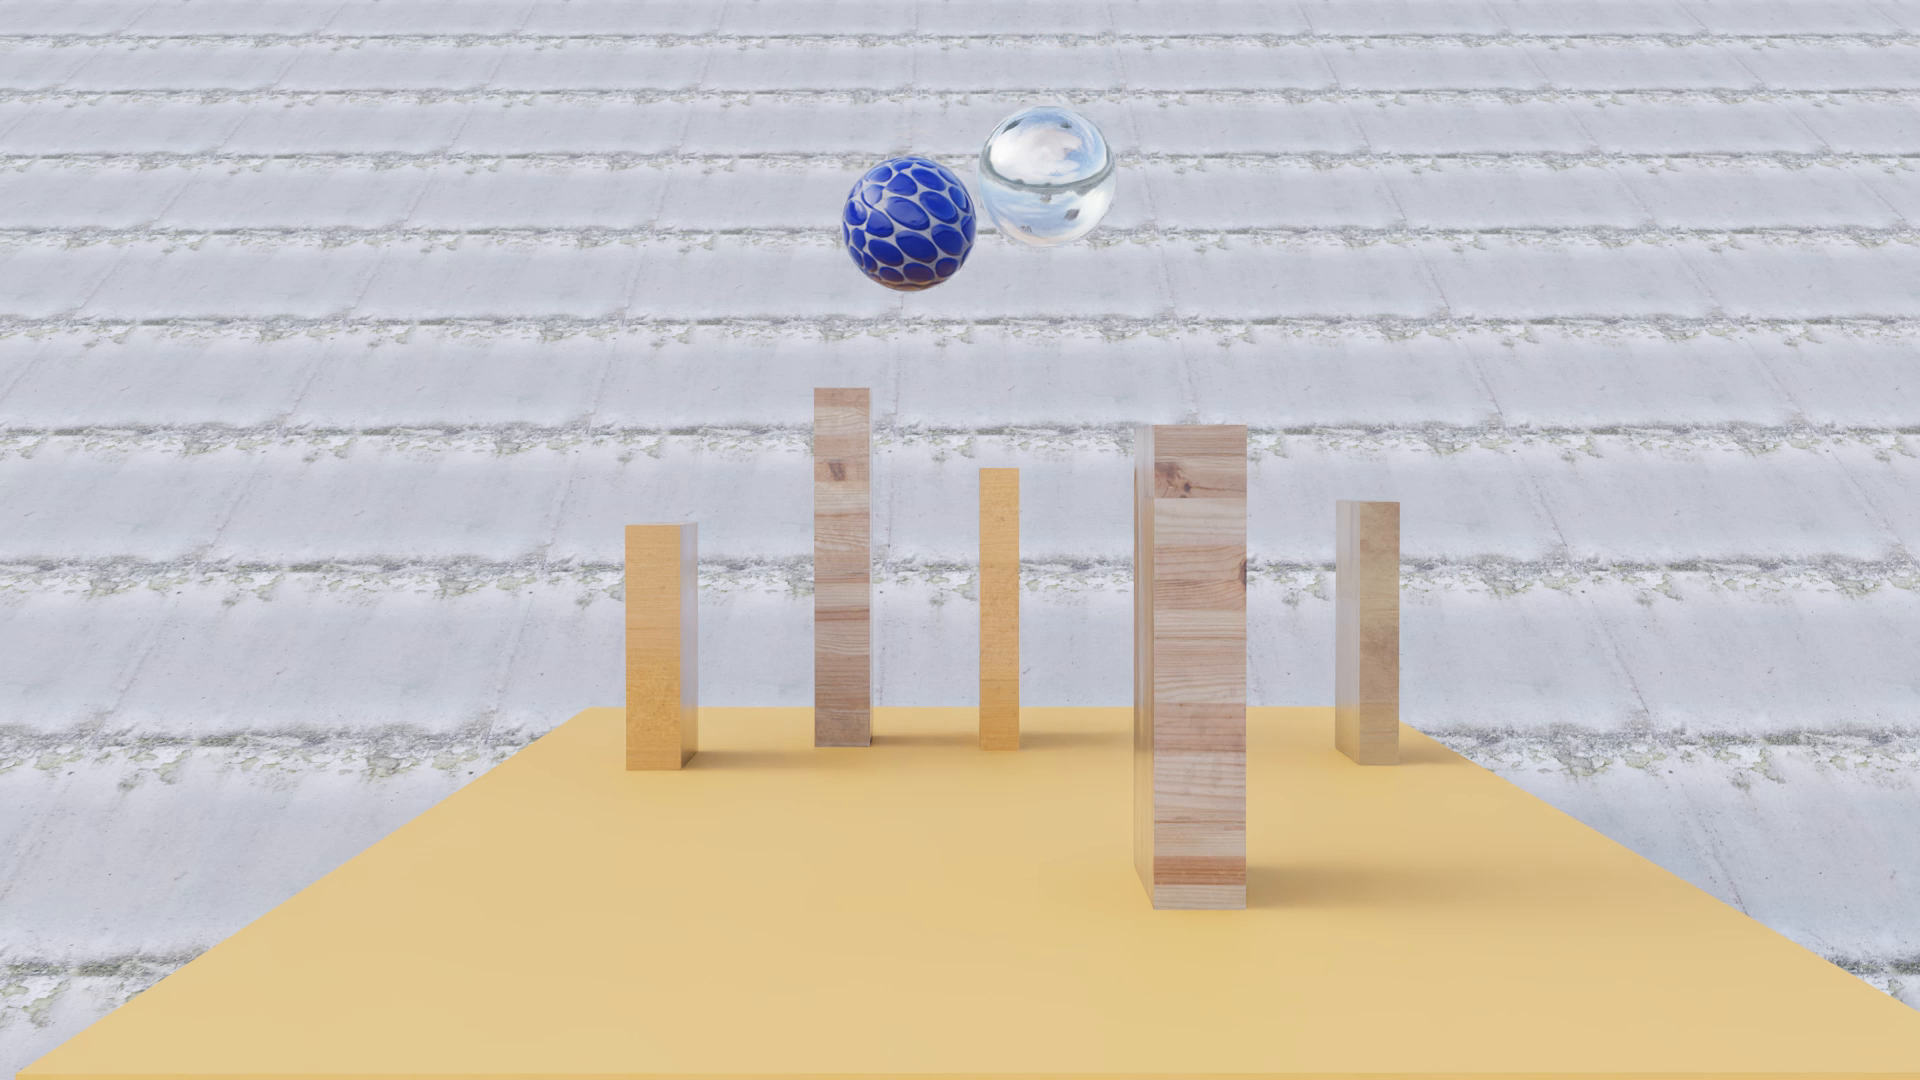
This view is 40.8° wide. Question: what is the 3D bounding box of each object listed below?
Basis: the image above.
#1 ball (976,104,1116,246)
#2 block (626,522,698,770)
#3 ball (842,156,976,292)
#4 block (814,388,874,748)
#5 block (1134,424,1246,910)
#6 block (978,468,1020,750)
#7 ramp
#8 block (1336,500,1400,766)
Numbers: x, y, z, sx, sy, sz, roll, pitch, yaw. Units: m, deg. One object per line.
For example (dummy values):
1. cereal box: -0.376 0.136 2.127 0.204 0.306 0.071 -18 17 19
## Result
1. ball: 0.067 -0.283 2.006 0.109 0.109 0.109 0 26 0
2. block: -0.614 0.212 5.333 0.110 0.491 0.351 0 2 0
3. ball: -0.055 -0.342 2.795 0.146 0.146 0.146 0 26 0
4. block: -0.256 0.057 5.710 0.120 0.780 0.240 0 2 0
5. block: 0.327 0.169 3.712 0.125 0.662 0.407 0 2 0
6. block: 0.085 0.144 5.722 0.083 0.605 0.409 0 2 0
7. ramp: 0.058 0.527 4.564 2.000 0.100 4.000 0 2 0
8. block: 0.851 0.186 5.402 0.080 0.536 0.335 0 2 0
